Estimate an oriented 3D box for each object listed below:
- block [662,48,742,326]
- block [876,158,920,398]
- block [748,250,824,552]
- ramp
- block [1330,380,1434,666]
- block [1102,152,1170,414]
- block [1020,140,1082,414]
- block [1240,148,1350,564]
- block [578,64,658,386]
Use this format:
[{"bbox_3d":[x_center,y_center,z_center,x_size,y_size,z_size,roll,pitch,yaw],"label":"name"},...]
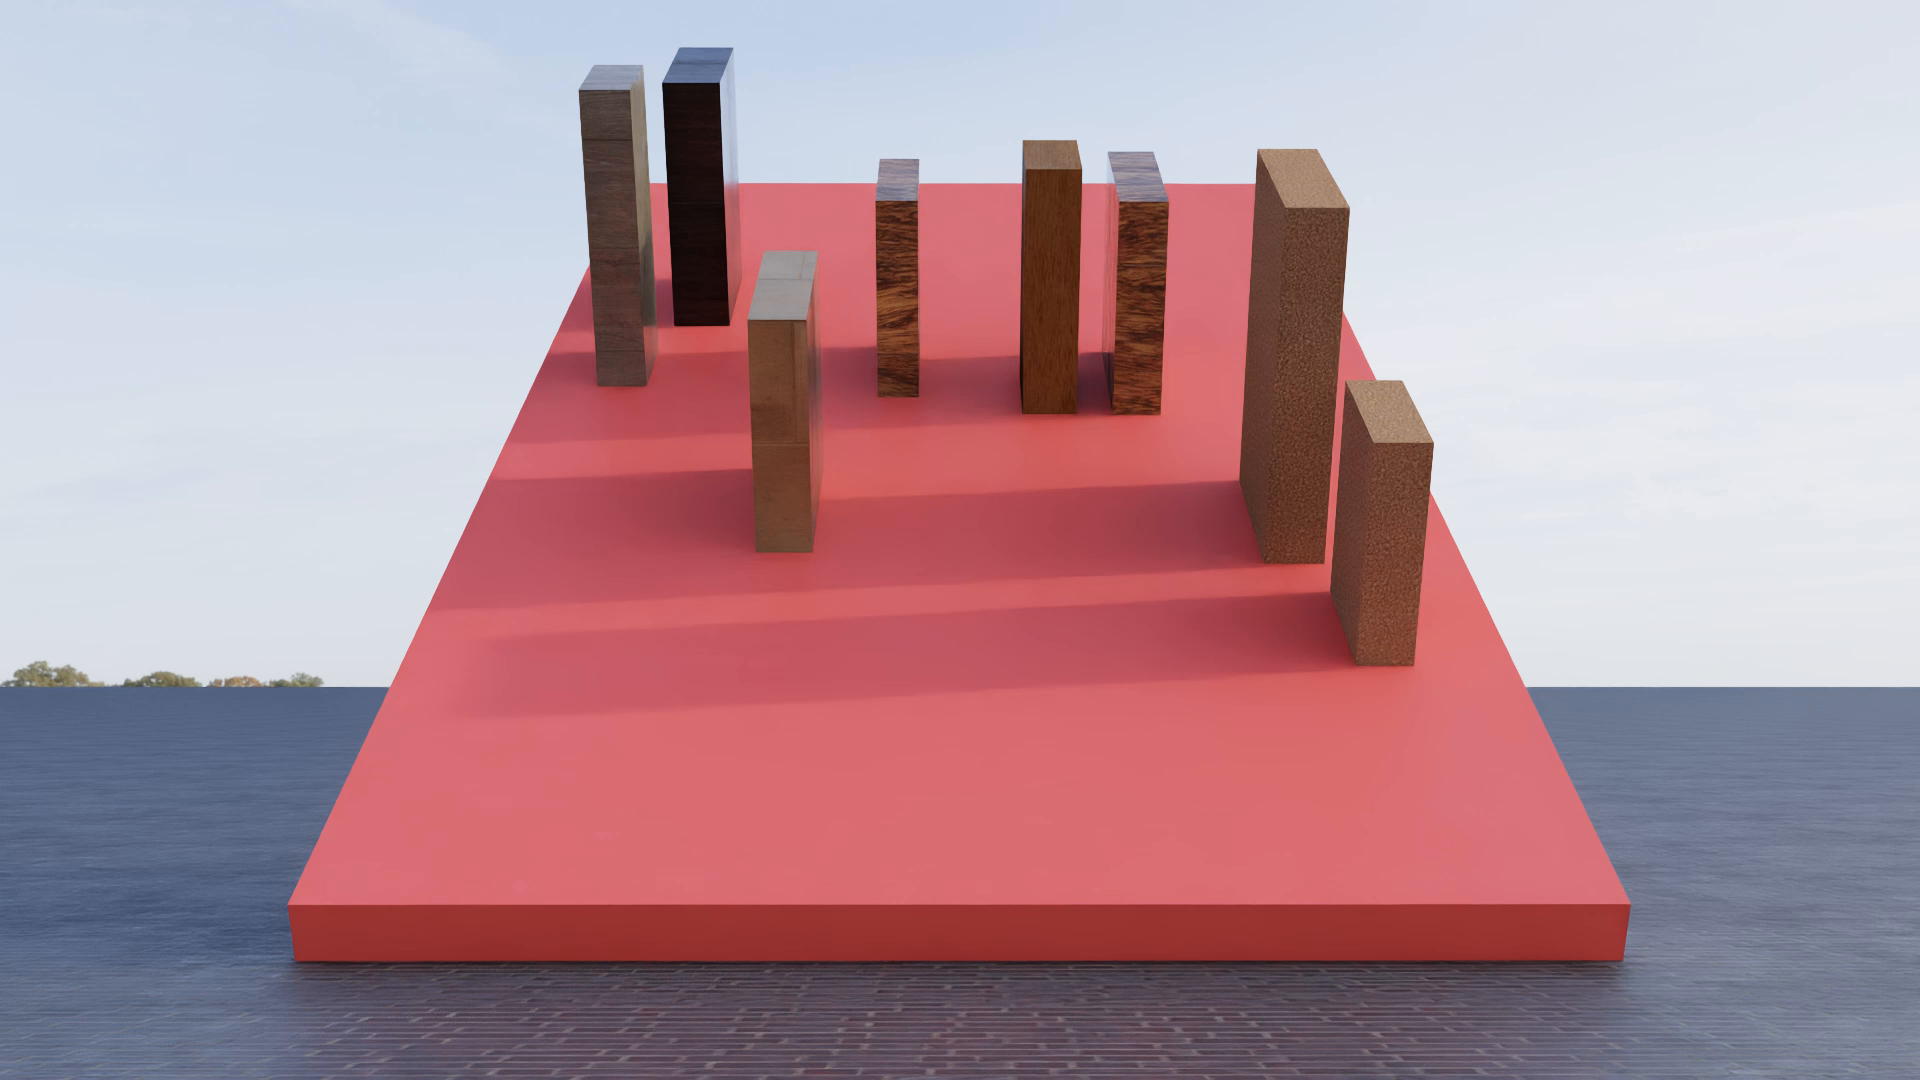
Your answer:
[{"bbox_3d":[-0.653,-0.905,5.941,0.140,0.619,0.399,0,24,0],"label":"block"},{"bbox_3d":[-0.144,-0.622,5.491,0.095,0.471,0.364,0,24,0],"label":"block"},{"bbox_3d":[-0.350,-0.287,4.724,0.112,0.486,0.445,0,24,0],"label":"block"},{"bbox_3d":[-0.008,-0.228,5.312,2.000,0.100,4.000,0,24,0],"label":"ramp"},{"bbox_3d":[0.762,-0.035,4.233,0.104,0.431,0.312,0,24,0],"label":"block"},{"bbox_3d":[0.403,-0.603,5.414,0.110,0.502,0.430,0,24,0],"label":"block"},{"bbox_3d":[0.205,-0.601,5.322,0.124,0.573,0.254,0,24,0],"label":"block"},{"bbox_3d":[0.657,-0.370,4.626,0.119,0.721,0.427,0,24,0],"label":"block"},{"bbox_3d":[-0.796,-0.735,5.454,0.115,0.705,0.251,0,24,0],"label":"block"}]
